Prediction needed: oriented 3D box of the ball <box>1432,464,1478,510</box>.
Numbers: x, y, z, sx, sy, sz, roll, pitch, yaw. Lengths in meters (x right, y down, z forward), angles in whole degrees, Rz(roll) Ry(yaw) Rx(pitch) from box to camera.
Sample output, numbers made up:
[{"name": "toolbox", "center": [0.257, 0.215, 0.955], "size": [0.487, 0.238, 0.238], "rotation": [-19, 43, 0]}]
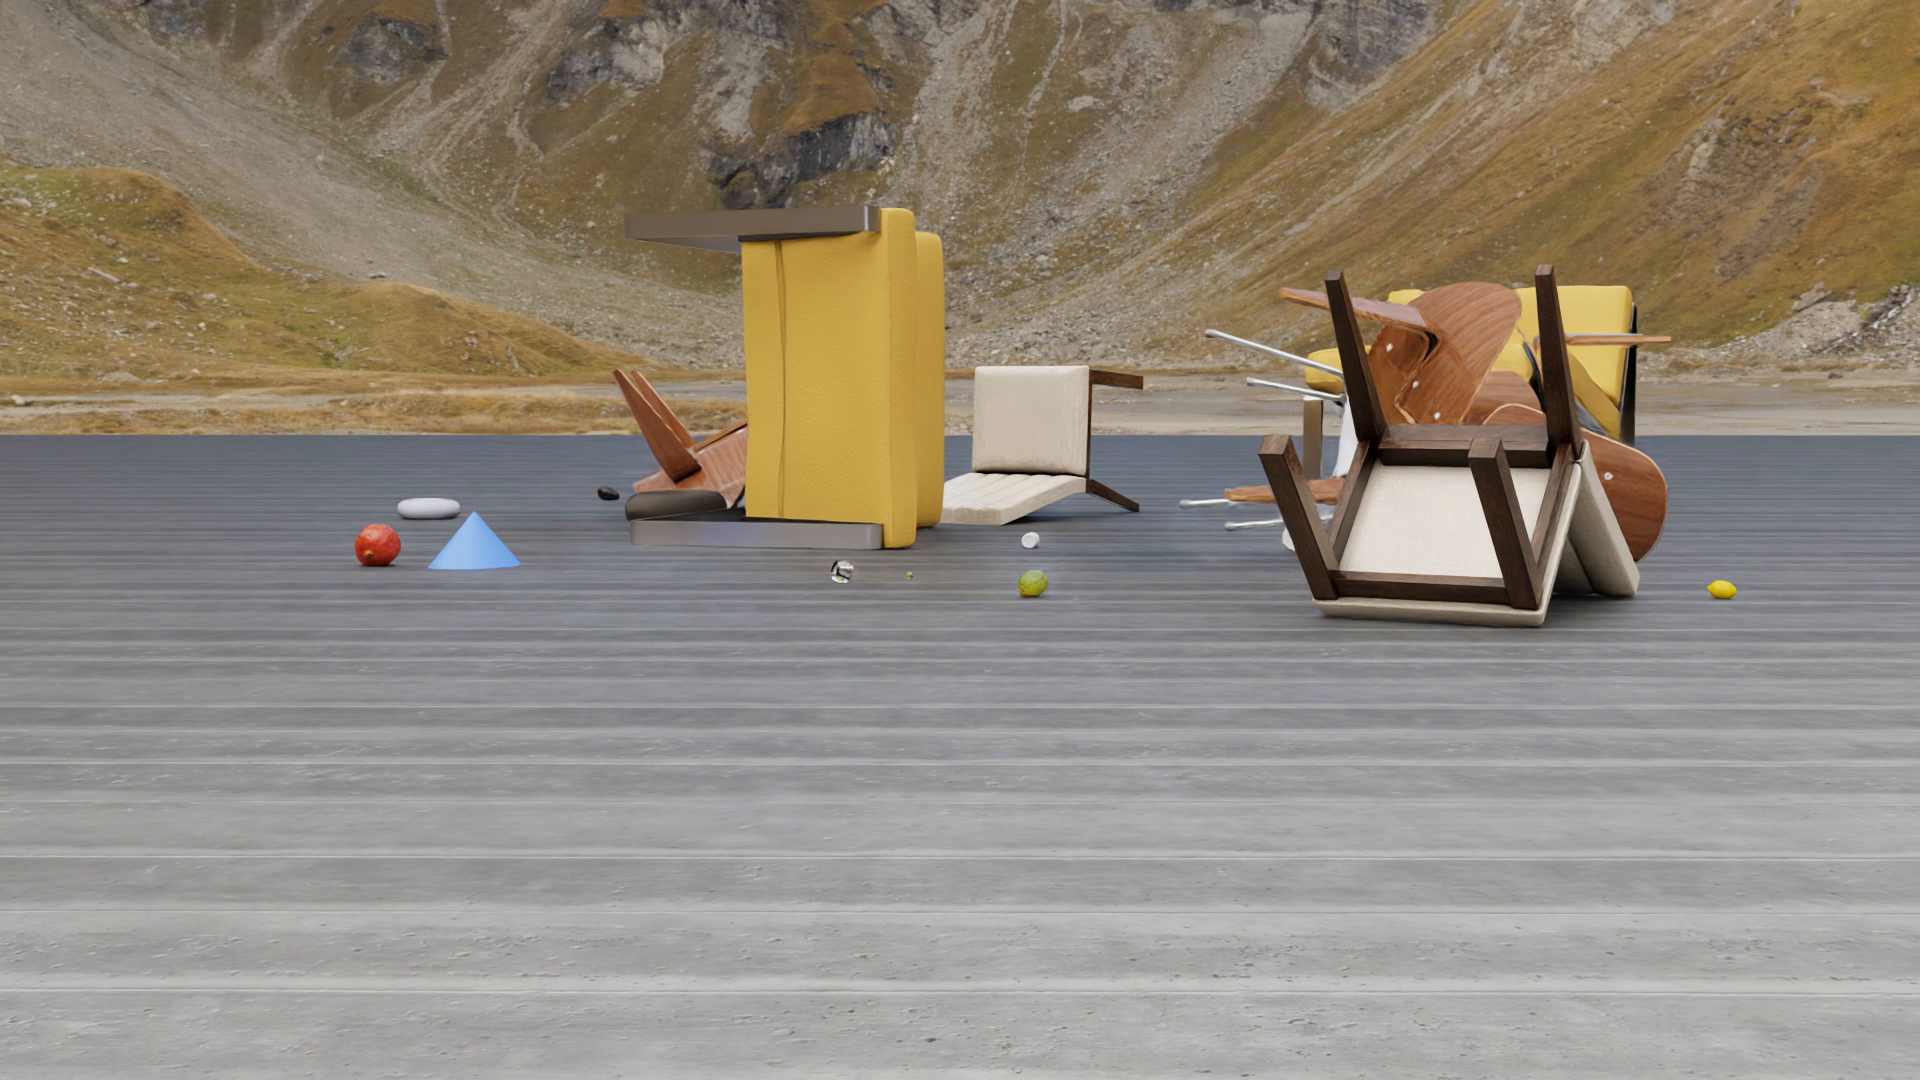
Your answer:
[{"name": "ball", "center": [1.609, -0.170, 7.145], "size": [0.149, 0.149, 0.149], "rotation": [0, 4, 0]}]

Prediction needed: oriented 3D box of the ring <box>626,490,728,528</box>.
[{"name": "ring", "center": [-0.927, -0.100, 7.192], "size": [0.347, 0.114, 0.301], "rotation": [-4, 7, -39]}]

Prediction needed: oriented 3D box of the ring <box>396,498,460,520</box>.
[{"name": "ring", "center": [-1.848, -0.108, 7.651], "size": [0.217, 0.066, 0.217], "rotation": [0, 5, -15]}]

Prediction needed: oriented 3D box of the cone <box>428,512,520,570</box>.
[{"name": "cone", "center": [-1.234, -0.005, 5.593], "size": [0.193, 0.140, 0.257], "rotation": [3, 5, 39]}]

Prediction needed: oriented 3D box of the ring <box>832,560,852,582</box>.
[{"name": "ring", "center": [-0.275, 0.072, 5.117], "size": [0.039, 0.055, 0.049], "rotation": [13, 14, -26]}]

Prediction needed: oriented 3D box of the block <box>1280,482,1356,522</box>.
[{"name": "block", "center": [1.235, -0.133, 7.598], "size": [0.195, 0.121, 0.170], "rotation": [3, 5, 42]}]

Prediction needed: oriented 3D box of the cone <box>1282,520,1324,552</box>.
[{"name": "cone", "center": [0.969, 0.007, 6.130], "size": [0.120, 0.094, 0.093], "rotation": [3, -22, 28]}]
